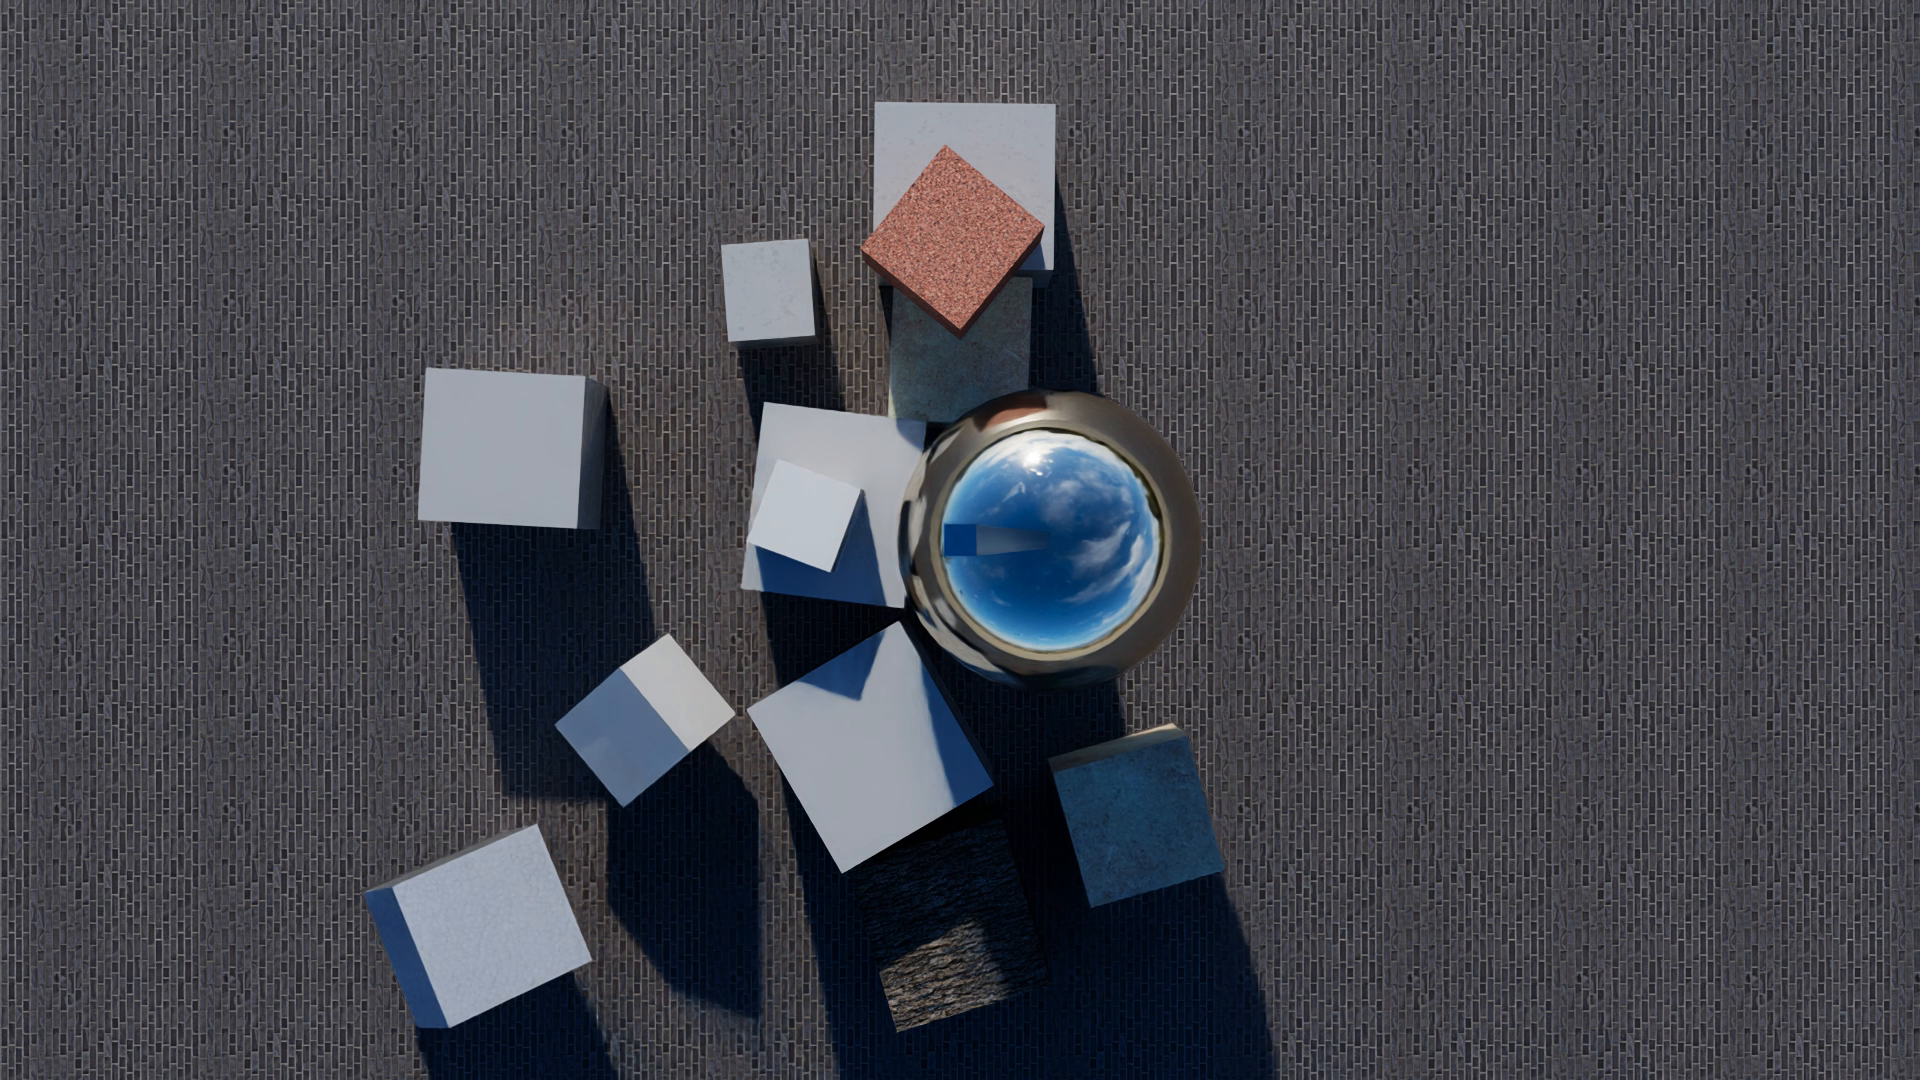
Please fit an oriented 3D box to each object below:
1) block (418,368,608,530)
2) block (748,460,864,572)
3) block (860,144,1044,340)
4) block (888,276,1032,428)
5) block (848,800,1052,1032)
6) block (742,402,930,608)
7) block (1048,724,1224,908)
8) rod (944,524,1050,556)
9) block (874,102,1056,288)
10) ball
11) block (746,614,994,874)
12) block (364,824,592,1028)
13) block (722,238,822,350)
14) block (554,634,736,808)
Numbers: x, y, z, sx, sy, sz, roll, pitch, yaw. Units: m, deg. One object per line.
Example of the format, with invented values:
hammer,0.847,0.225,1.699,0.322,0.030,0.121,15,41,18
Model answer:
block,-2.547,-0.511,12.609,0.887,0.782,0.847,3,90,0
block,-0.820,-0.128,11.748,0.467,0.412,0.466,20,90,0
block,-0.038,-1.586,11.819,0.675,0.632,0.702,39,90,0
block,0.002,-1.071,12.654,0.777,0.691,0.829,2,90,0
block,-0.059,2.134,12.591,0.900,0.819,0.967,-17,90,0
block,-0.686,-0.189,12.477,0.892,1.045,1.023,7,90,0
block,0.991,1.561,12.593,0.771,0.814,0.776,-16,90,0
rod,0.201,0.000,8.137,0.080,5.200,0.080,0,90,4
block,0.023,-1.954,12.567,0.997,0.866,0.914,1,90,0
ball,0.464,0.000,11.527,1.600,1.600,1.600,0,90,0
block,-0.485,1.120,12.441,0.951,1.119,1.027,-30,90,0
block,-2.740,2.191,12.475,0.875,0.713,0.831,-22,90,-29
block,-1.086,-1.414,12.724,0.493,0.552,0.549,-4,90,0
block,-1.799,1.029,12.601,0.592,0.603,0.613,-40,90,25
